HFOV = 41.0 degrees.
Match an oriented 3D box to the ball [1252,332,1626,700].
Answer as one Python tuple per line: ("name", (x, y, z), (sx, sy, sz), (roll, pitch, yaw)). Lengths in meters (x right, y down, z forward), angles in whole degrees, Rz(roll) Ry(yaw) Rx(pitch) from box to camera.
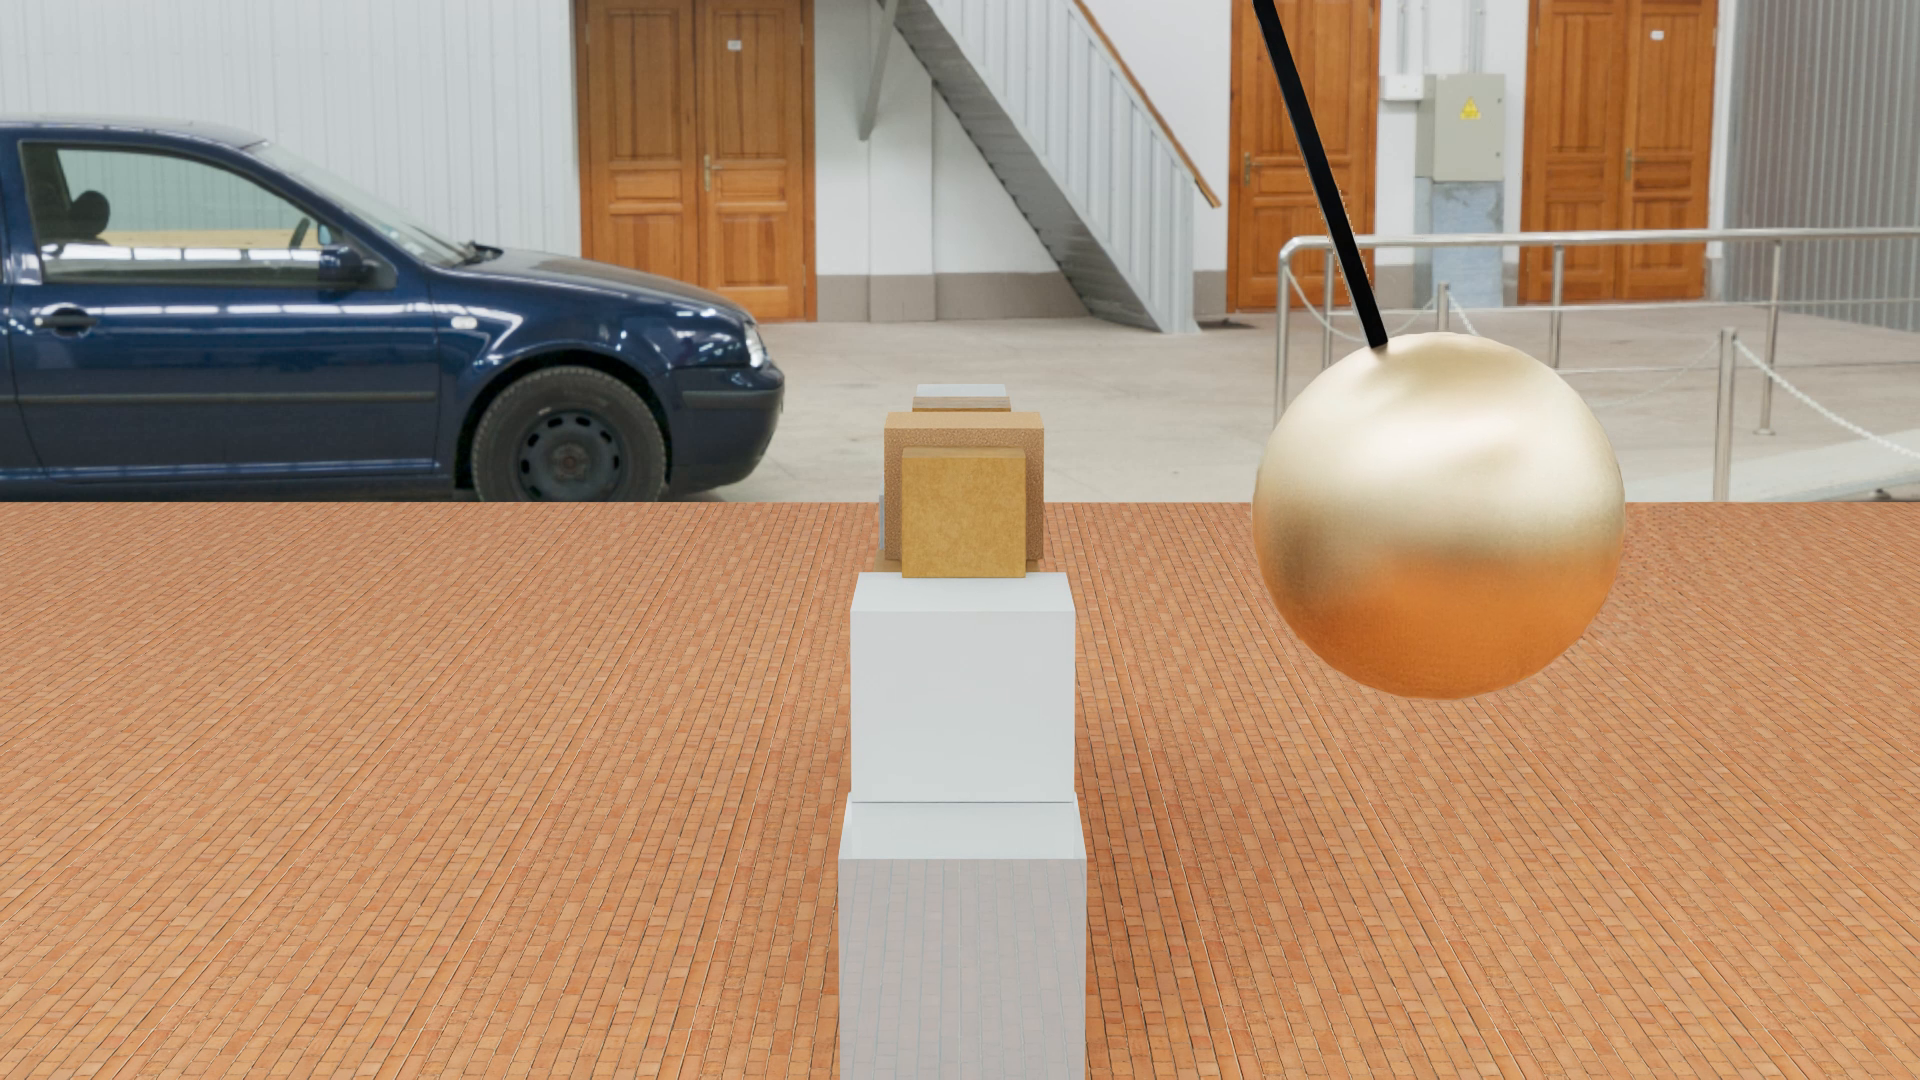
("ball", (2.074, -0.103, 11.162), (1.600, 1.600, 1.600), (0, 10, 0))

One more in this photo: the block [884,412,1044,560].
("block", (0.017, -0.241, 10.972), (0.662, 0.550, 0.643), (0, 9, 0))

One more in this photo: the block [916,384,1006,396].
("block", (0.005, -0.487, 11.908), (0.409, 0.419, 0.471), (0, 10, 0))

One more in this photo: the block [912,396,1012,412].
("block", (0.007, -0.409, 11.479), (0.434, 0.419, 0.402), (0, 10, 0))

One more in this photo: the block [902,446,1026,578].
("block", (0.015, -0.121, 10.390), (0.489, 0.475, 0.531), (0, 7, 0))

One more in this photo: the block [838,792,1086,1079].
("block", (0.009, 1.436, 9.352), (0.860, 0.829, 0.831), (0, 10, 0))

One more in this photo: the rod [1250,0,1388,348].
("rod", (0.899, -3.242, 10.591), (0.080, 5.200, 0.080), (-20, 10, 4))

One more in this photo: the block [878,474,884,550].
("block", (-0.007, 0.082, 11.956), (0.713, 0.717, 0.794), (0, 10, 0))

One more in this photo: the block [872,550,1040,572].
("block", (-0.014, 0.452, 10.688), (0.683, 0.723, 0.659), (0, 10, 0))

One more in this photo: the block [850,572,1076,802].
("block", (0.010, 0.552, 9.925), (0.828, 0.721, 0.869), (0, 9, 0))
